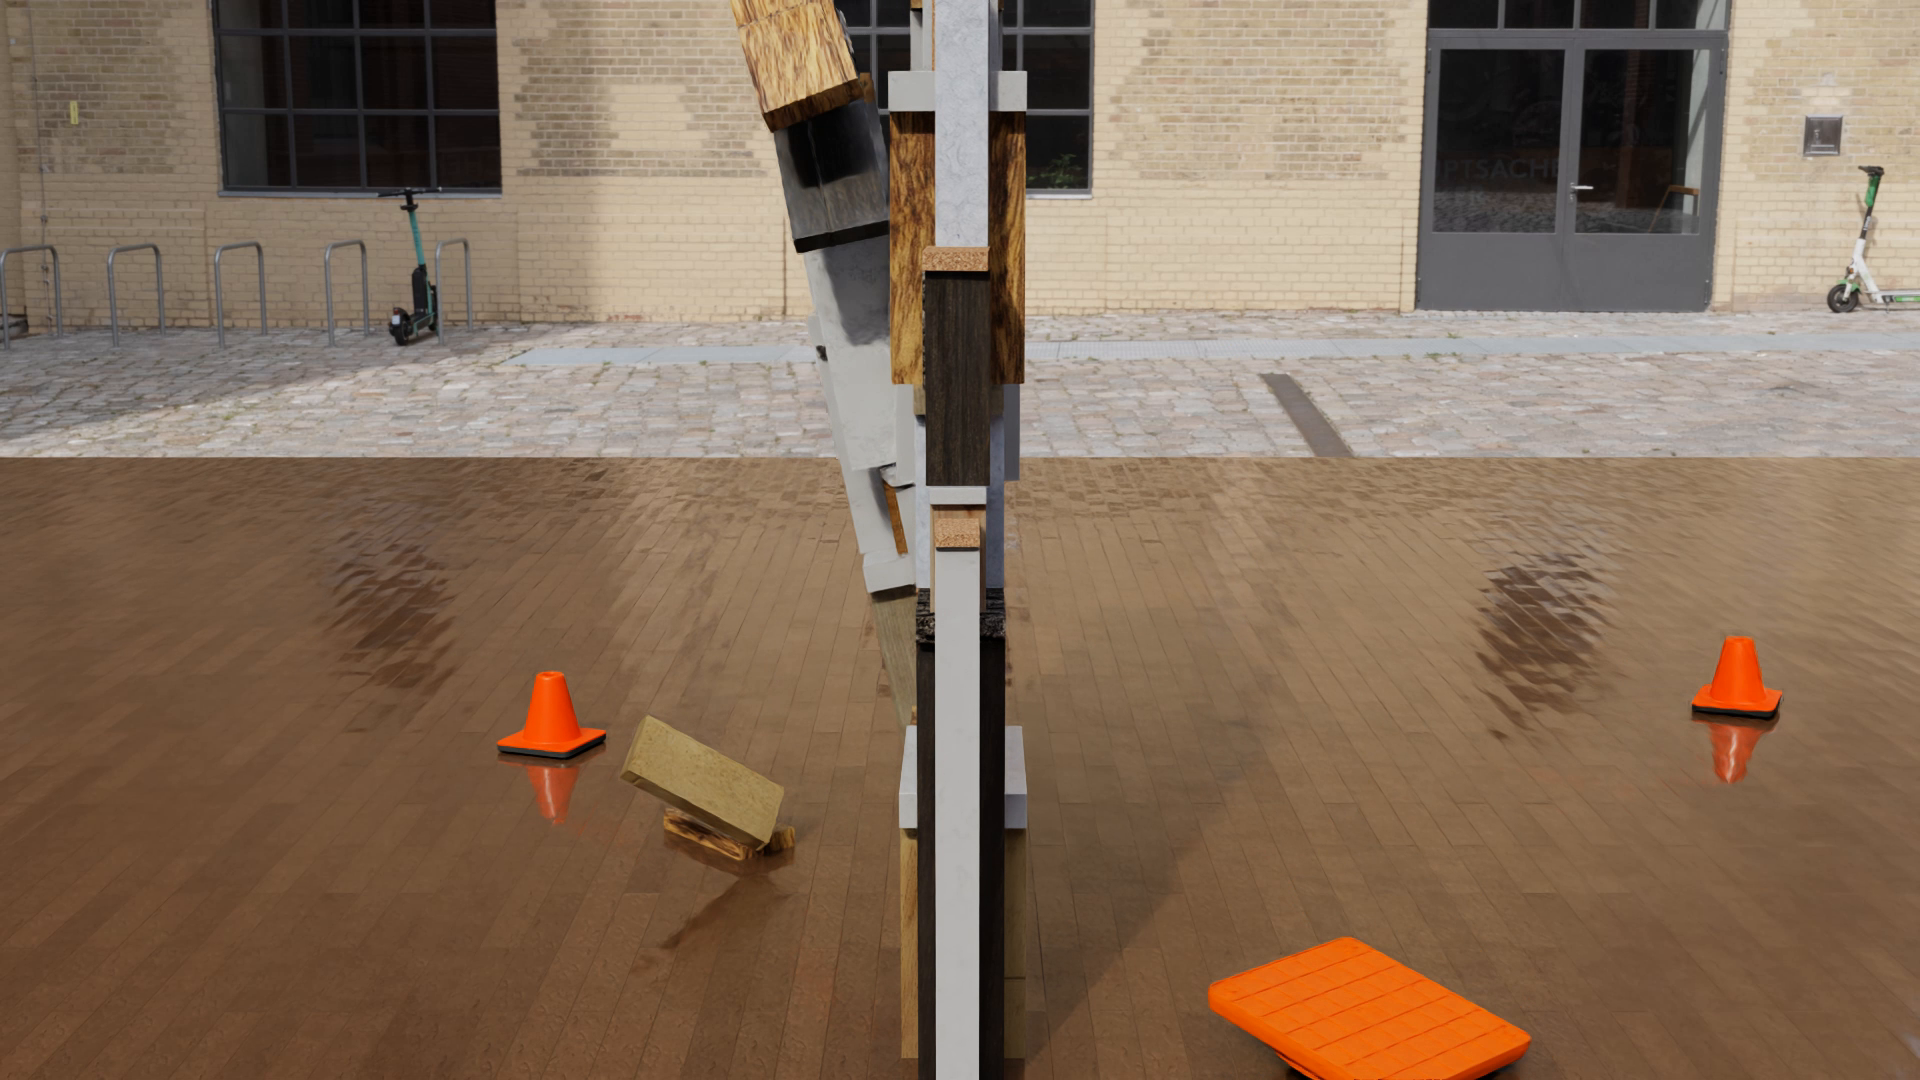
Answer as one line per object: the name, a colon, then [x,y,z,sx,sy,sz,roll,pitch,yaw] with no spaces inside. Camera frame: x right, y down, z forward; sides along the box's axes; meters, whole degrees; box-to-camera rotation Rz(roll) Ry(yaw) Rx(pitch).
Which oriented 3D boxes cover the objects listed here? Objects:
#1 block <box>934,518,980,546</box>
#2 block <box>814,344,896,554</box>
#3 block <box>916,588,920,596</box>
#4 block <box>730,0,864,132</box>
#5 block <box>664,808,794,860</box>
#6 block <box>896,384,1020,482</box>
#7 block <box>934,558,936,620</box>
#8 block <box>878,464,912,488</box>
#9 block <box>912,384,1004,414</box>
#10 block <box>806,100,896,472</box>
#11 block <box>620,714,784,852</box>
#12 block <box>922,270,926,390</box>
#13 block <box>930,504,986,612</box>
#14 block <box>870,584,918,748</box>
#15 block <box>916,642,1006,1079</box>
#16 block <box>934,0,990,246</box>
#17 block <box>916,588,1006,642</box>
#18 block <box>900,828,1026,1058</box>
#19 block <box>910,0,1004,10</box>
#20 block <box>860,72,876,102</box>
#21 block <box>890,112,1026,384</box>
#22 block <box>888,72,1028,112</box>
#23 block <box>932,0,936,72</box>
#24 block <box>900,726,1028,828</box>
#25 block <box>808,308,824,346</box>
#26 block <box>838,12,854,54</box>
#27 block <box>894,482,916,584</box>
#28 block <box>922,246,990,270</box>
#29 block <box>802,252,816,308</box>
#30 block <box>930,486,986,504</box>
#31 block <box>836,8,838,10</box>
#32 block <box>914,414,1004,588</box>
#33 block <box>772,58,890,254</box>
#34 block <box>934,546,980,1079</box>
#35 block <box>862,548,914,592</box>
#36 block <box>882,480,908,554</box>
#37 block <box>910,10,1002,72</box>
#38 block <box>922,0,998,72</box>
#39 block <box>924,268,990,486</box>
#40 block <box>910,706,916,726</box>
block: [-0.004,-0.009,2.717,0.054,0.015,0.109,0,11,-1]
block: [-0.122,-0.174,3.784,0.178,0.369,0.050,-11,13,4]
block: [-0.002,-0.063,3.116,0.119,0.282,0.034,0,11,0]
block: [-0.254,-0.765,3.340,0.150,0.301,0.043,-20,-33,4]
block: [-0.418,0.518,3.961,0.120,0.034,0.239,-9,14,-40]
block: [-0.003,-0.350,3.189,0.179,0.528,0.051,0,11,0]
block: [-0.004,0.045,2.765,0.054,0.109,0.015,0,11,0]
block: [-0.088,-0.113,3.617,0.072,0.020,0.143,-13,11,-8]
block: [-0.003,-0.204,3.009,0.119,0.034,0.238,0,11,0]
block: [-0.158,-0.416,3.630,0.165,0.586,0.047,-12,2,-1]
block: [-0.446,0.423,3.827,0.283,0.034,0.120,31,46,-18]
block: [-0.007,-0.278,2.869,0.081,0.163,0.023,1,11,6]
block: [-0.003,0.021,2.805,0.071,0.142,0.020,0,10,0]
block: [-0.041,0.228,3.776,0.162,0.341,0.046,-11,10,2]
block: [0.001,0.425,2.875,0.113,0.614,0.032,0,10,0]
block: [0.003,-0.557,2.821,0.068,0.359,0.019,1,11,7]
block: [0.001,0.094,2.890,0.113,0.032,0.227,0,10,0]
block: [0.004,0.540,3.010,0.170,0.339,0.048,0,11,0]
block: [-0.007,-0.819,3.331,0.136,0.039,0.272,0,11,-2]
block: [-0.228,-0.751,3.716,0.165,0.047,0.330,-11,12,1]
block: [-0.003,-0.390,2.939,0.179,0.358,0.051,0,11,0]
block: [-0.003,-0.613,3.019,0.179,0.051,0.358,0,10,0]
block: [-0.003,-0.684,2.892,0.068,0.136,0.019,0,11,0]
block: [0.005,0.329,3.086,0.170,0.048,0.339,0,11,0]
block: [-0.164,-0.397,3.857,0.178,0.050,0.355,-11,10,2]
block: [-0.254,-0.804,3.571,0.150,0.043,0.301,-15,8,1]
block: [-0.036,0.074,3.617,0.072,0.360,0.020,-11,16,3]
block: [-0.004,-0.359,2.798,0.081,0.023,0.163,0,10,2]
block: [-0.205,-0.584,3.837,0.165,0.330,0.047,-11,5,3]
block: [-0.003,-0.068,2.837,0.071,0.020,0.142,0,10,0]
block: [-0.261,-0.862,3.693,0.120,0.034,0.239,-14,6,2]
block: [-0.001,-0.056,2.956,0.119,0.238,0.034,0,10,0]
block: [-0.209,-0.603,3.441,0.150,0.301,0.043,-12,-22,0]
block: [-0.003,0.376,2.752,0.054,0.755,0.015,0,11,0]
block: [-0.080,0.022,3.849,0.162,0.046,0.324,-11,10,2]
block: [-0.083,-0.047,3.703,0.072,0.143,0.020,-12,33,-3]
block: [-0.005,-0.651,3.286,0.136,0.272,0.039,0,16,0]
block: [0.000,-0.752,3.060,0.104,0.208,0.029,0,10,0]
block: [-0.003,-0.204,2.771,0.081,0.272,0.023,0,10,0]
block: [-0.003,0.315,3.412,0.148,0.042,0.296,0,11,0]
